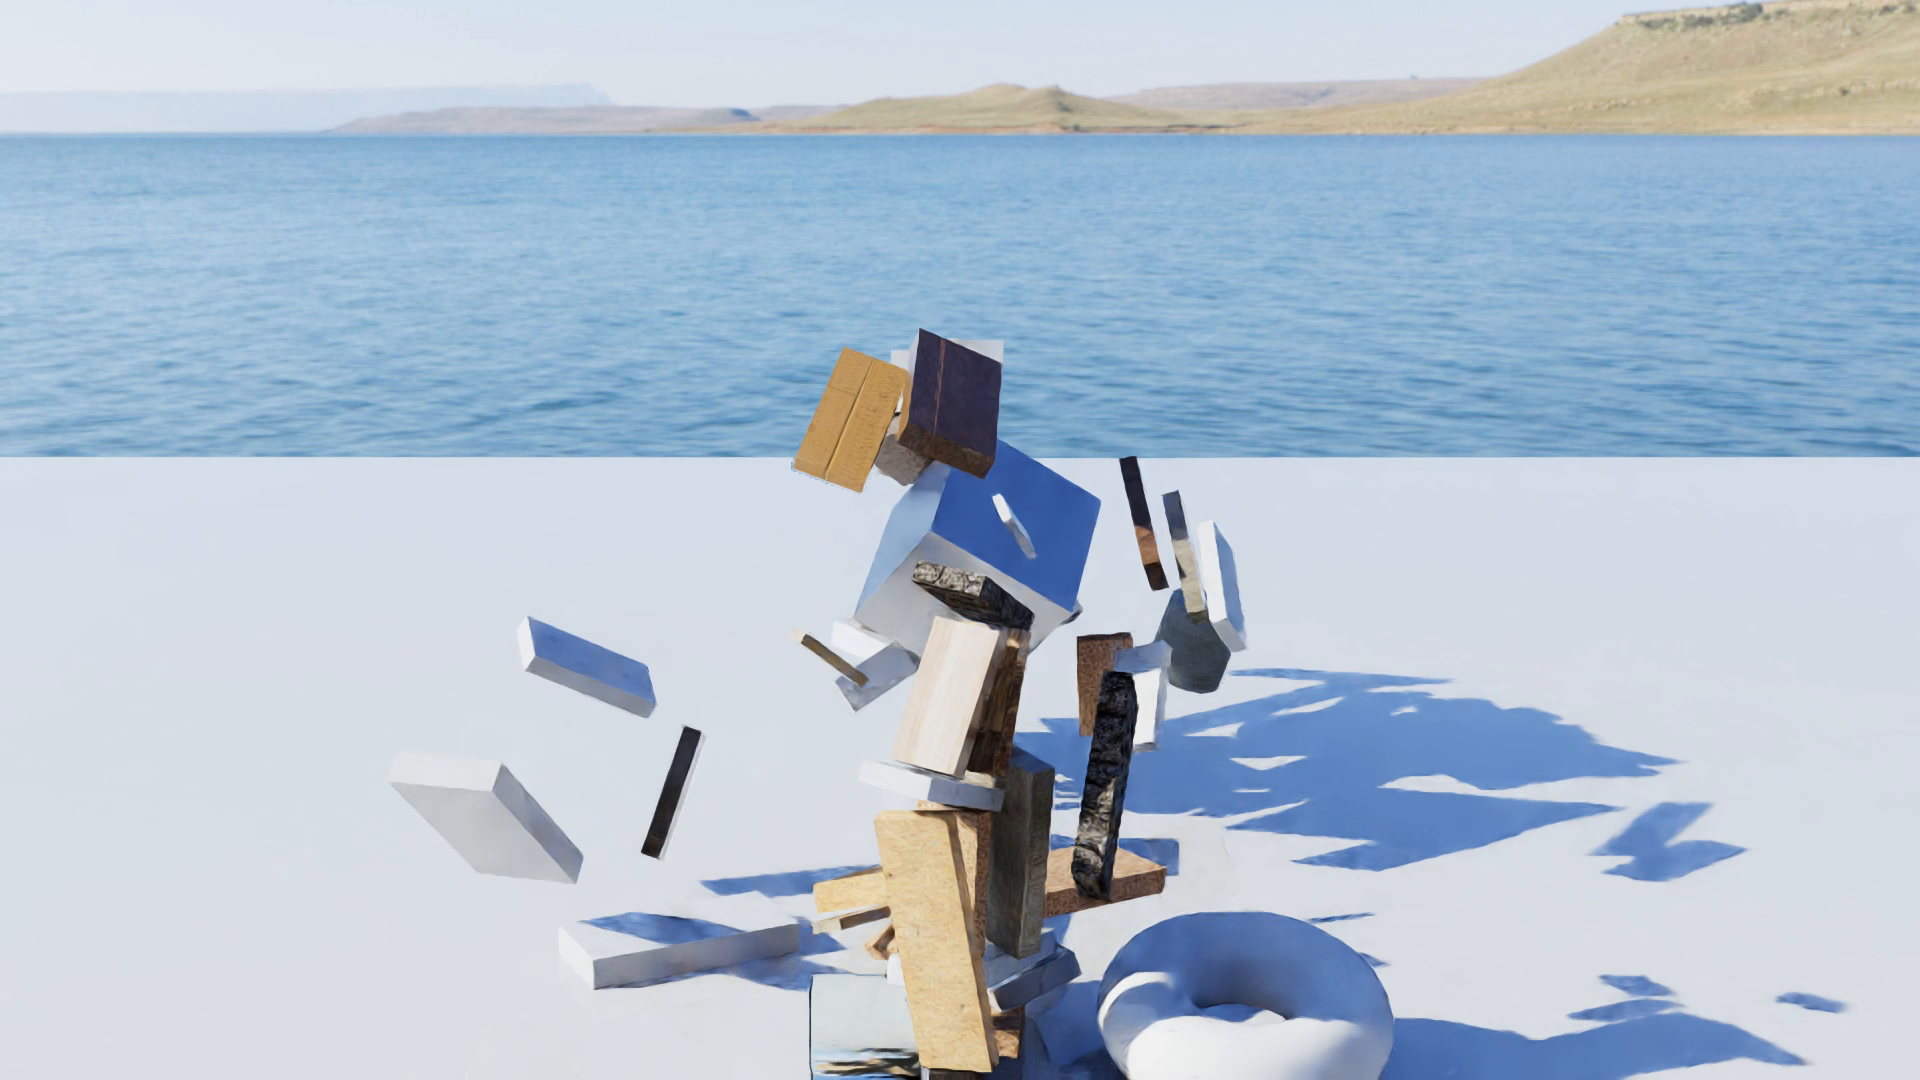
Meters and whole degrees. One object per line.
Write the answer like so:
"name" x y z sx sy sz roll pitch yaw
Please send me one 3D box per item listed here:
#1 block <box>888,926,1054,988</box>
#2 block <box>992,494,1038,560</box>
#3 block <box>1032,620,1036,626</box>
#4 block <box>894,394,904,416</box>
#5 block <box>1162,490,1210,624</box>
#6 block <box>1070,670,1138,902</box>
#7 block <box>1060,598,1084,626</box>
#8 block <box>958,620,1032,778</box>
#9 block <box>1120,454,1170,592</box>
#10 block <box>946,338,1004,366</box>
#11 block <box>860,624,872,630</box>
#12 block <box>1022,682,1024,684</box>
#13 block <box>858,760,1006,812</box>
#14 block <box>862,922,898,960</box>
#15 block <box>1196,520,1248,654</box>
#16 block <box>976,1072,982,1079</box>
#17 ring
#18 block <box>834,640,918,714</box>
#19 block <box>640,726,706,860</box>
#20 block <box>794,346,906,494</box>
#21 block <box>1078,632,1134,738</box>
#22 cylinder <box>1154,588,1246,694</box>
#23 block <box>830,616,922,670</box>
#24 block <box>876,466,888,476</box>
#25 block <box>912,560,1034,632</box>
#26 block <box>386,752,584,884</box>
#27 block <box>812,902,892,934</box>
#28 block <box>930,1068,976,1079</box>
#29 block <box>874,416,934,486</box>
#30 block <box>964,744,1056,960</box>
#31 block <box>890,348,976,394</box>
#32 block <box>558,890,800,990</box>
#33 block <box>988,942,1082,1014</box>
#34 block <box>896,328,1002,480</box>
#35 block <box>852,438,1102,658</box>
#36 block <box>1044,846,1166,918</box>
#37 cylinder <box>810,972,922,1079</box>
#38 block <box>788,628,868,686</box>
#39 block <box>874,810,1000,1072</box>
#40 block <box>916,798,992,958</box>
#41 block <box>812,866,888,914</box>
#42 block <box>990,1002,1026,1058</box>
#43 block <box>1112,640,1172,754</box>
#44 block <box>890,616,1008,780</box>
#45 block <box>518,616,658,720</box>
"block" 0.018 0.560 2.967 0.125 0.035 0.250 3 5 27
"block" 0.073 -0.017 2.914 0.013 0.093 0.046 -29 48 6
"block" 0.073 0.113 3.037 0.046 0.013 0.093 -15 -11 9
"block" -0.082 -0.217 4.211 0.122 0.035 0.245 -4 -19 14
"block" 0.430 0.034 4.184 0.033 0.235 0.117 -13 -14 9
"block" 0.189 0.318 2.849 0.038 0.268 0.134 7 -22 11
"block" 0.061 0.129 4.073 0.324 0.143 0.041 -19 -25 -34
"block" 0.029 0.203 2.827 0.094 0.189 0.027 8 -4 30
"block" 0.352 -0.032 4.211 0.033 0.235 0.117 -14 -29 7
"block" -0.010 -0.302 4.219 0.156 0.044 0.312 2 -19 -4
"block" -0.125 0.128 4.143 0.110 0.031 0.220 7 14 -1
"block" 0.067 0.152 2.955 0.013 0.093 0.046 21 -26 -39
"block" -0.034 0.312 2.787 0.101 0.029 0.202 12 -4 29
"block" -0.078 0.587 3.270 0.092 0.026 0.184 -35 3 -19
"block" 0.432 0.076 3.627 0.028 0.199 0.099 -18 -39 18
"block" 0.000 0.712 2.935 0.059 0.017 0.117 0 5 1
"ring" 0.378 0.630 2.922 0.392 0.131 0.392 1 25 -1
"block" -0.129 0.209 3.364 0.117 0.059 0.017 -33 -2 -15
"block" -0.477 0.424 3.672 0.031 0.220 0.110 18 -10 0
"block" -0.183 -0.206 3.744 0.122 0.245 0.035 21 -31 0
"block" 0.272 0.272 4.116 0.099 0.199 0.028 -4 23 -4
"cylinder" 0.478 0.204 4.466 0.157 0.157 0.157 16 22 -7
"block" -0.062 0.180 4.147 0.168 0.048 0.337 23 20 39
"block" -0.088 -0.248 4.884 0.139 0.277 0.039 3 48 -17
"block" 0.019 0.074 2.813 0.095 0.027 0.189 12 -12 25
"block" -0.694 0.413 3.243 0.166 0.047 0.332 4 -30 16
"block" -0.101 0.557 3.326 0.058 0.017 0.287 -16 -7 41
"block" -0.009 0.693 2.886 0.059 0.017 0.117 -4 1 1
"block" -0.106 -0.171 4.217 0.122 0.035 0.245 -13 -22 20
"block" 0.058 0.403 2.907 0.038 0.268 0.134 -11 24 -37
"block" -0.038 -0.256 4.218 0.156 0.044 0.449 0 -19 3
"block" -0.434 0.616 3.401 0.332 0.047 0.166 -6 12 -27
"block" 0.077 0.610 3.131 0.125 0.035 0.250 -23 3 -13
"block" -0.015 -0.232 3.688 0.156 0.044 0.312 22 33 -12
"block" 0.032 0.033 3.876 0.284 0.284 0.284 30 45 -12
"block" 0.131 0.498 3.193 0.344 0.038 0.134 -3 14 -42
"cylinder" -0.126 0.652 2.934 0.145 0.145 0.145 1 10 -4
"block" -0.190 0.170 3.177 0.117 0.017 0.059 38 -8 -21
"block" -0.029 0.510 2.791 0.101 0.354 0.029 -2 18 25
"block" -0.012 0.442 2.880 0.101 0.202 0.029 12 15 36
"block" -0.079 0.541 3.530 0.166 0.047 0.332 -14 -6 25
"block" 0.022 0.665 3.017 0.125 0.035 0.250 1 -2 4
"block" 0.304 0.273 3.767 0.099 0.199 0.028 -15 -41 33
"block" -0.014 0.198 2.771 0.095 0.189 0.027 12 -12 30
"block" -0.583 0.200 3.442 0.220 0.031 0.110 26 21 -30
